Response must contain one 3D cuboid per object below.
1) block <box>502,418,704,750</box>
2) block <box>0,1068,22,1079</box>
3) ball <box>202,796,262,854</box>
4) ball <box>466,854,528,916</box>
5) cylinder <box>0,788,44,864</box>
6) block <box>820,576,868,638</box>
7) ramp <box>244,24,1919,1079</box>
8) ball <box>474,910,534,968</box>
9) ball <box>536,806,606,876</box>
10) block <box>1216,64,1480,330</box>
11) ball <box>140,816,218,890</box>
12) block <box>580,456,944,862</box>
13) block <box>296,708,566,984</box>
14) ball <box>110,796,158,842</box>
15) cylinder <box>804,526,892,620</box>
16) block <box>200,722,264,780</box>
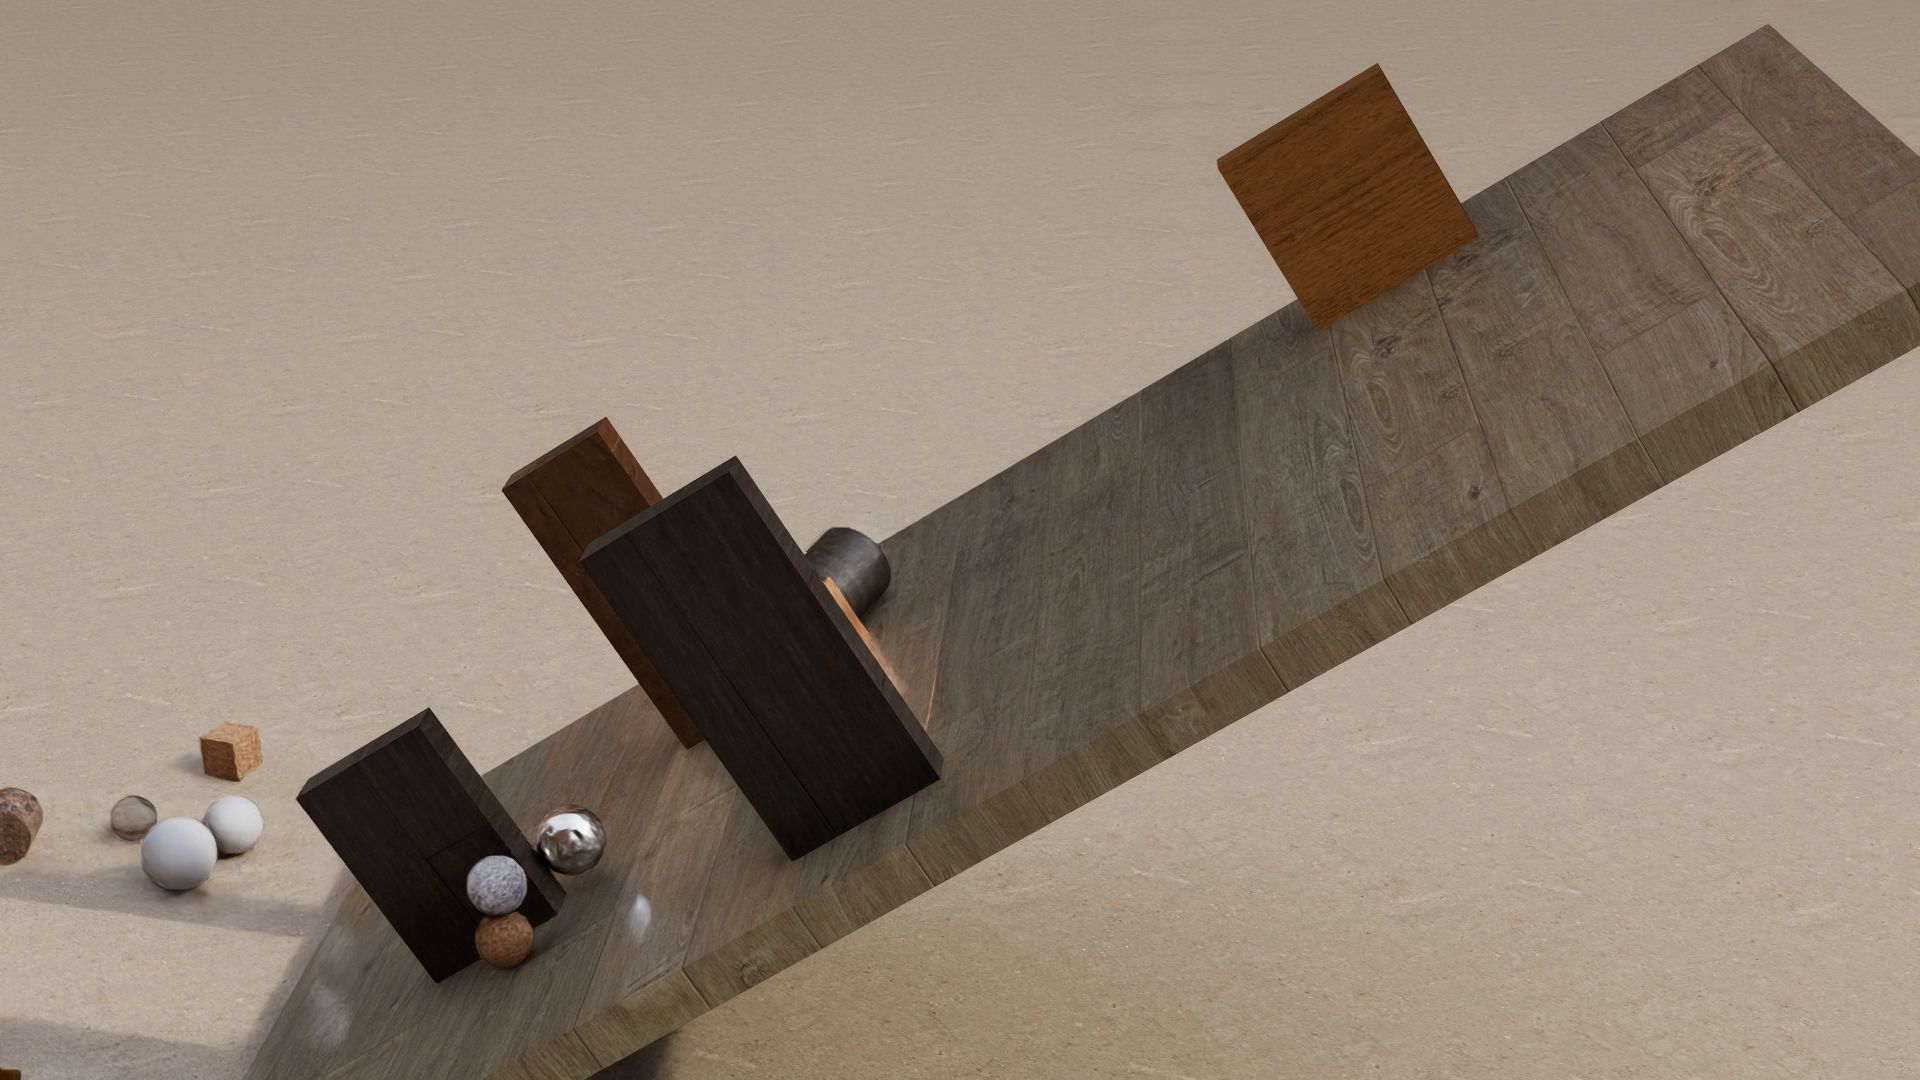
[{"bbox_3d":[-0.708,0.102,6.652,0.263,0.735,0.109,-30,15,13],"label":"block"},{"bbox_3d":[-2.132,1.252,6.340,0.167,0.167,0.167,2,20,6],"label":"block"},{"bbox_3d":[-1.916,0.750,7.748,0.154,0.154,0.154,0,20,0],"label":"ball"},{"bbox_3d":[-0.950,0.709,6.035,0.125,0.125,0.125,0,20,0],"label":"ball"},{"bbox_3d":[-2.507,0.753,7.739,0.153,0.153,0.153,-2,19,-4],"label":"cylinder"},{"bbox_3d":[-0.349,0.209,6.682,0.162,0.162,0.162,-19,21,44],"label":"block"},{"bbox_3d":[0.140,0.170,6.292,4.000,0.100,2.000,-30,15,13],"label":"ramp"},{"bbox_3d":[-0.942,0.823,6.079,0.120,0.120,0.120,0,20,0],"label":"ball"},{"bbox_3d":[-0.832,0.642,6.291,0.150,0.150,0.150,0,20,0],"label":"ball"},{"bbox_3d":[0.876,-0.772,6.647,0.418,0.444,0.091,-30,15,13],"label":"block"},{"bbox_3d":[-2.003,0.804,7.546,0.190,0.190,0.190,0,20,0],"label":"ball"},{"bbox_3d":[-0.370,0.230,5.570,0.339,0.720,0.096,-30,15,13],"label":"block"},{"bbox_3d":[-1.118,0.650,6.236,0.321,0.507,0.102,-30,15,13],"label":"block"},{"bbox_3d":[-2.197,0.740,7.822,0.122,0.122,0.122,0,20,0],"label":"ball"},{"bbox_3d":[-0.294,0.105,6.824,0.196,0.196,0.196,12,40,29],"label":"cylinder"},{"bbox_3d":[-2.039,0.591,8.235,0.114,0.114,0.114,7,23,24],"label":"block"}]
